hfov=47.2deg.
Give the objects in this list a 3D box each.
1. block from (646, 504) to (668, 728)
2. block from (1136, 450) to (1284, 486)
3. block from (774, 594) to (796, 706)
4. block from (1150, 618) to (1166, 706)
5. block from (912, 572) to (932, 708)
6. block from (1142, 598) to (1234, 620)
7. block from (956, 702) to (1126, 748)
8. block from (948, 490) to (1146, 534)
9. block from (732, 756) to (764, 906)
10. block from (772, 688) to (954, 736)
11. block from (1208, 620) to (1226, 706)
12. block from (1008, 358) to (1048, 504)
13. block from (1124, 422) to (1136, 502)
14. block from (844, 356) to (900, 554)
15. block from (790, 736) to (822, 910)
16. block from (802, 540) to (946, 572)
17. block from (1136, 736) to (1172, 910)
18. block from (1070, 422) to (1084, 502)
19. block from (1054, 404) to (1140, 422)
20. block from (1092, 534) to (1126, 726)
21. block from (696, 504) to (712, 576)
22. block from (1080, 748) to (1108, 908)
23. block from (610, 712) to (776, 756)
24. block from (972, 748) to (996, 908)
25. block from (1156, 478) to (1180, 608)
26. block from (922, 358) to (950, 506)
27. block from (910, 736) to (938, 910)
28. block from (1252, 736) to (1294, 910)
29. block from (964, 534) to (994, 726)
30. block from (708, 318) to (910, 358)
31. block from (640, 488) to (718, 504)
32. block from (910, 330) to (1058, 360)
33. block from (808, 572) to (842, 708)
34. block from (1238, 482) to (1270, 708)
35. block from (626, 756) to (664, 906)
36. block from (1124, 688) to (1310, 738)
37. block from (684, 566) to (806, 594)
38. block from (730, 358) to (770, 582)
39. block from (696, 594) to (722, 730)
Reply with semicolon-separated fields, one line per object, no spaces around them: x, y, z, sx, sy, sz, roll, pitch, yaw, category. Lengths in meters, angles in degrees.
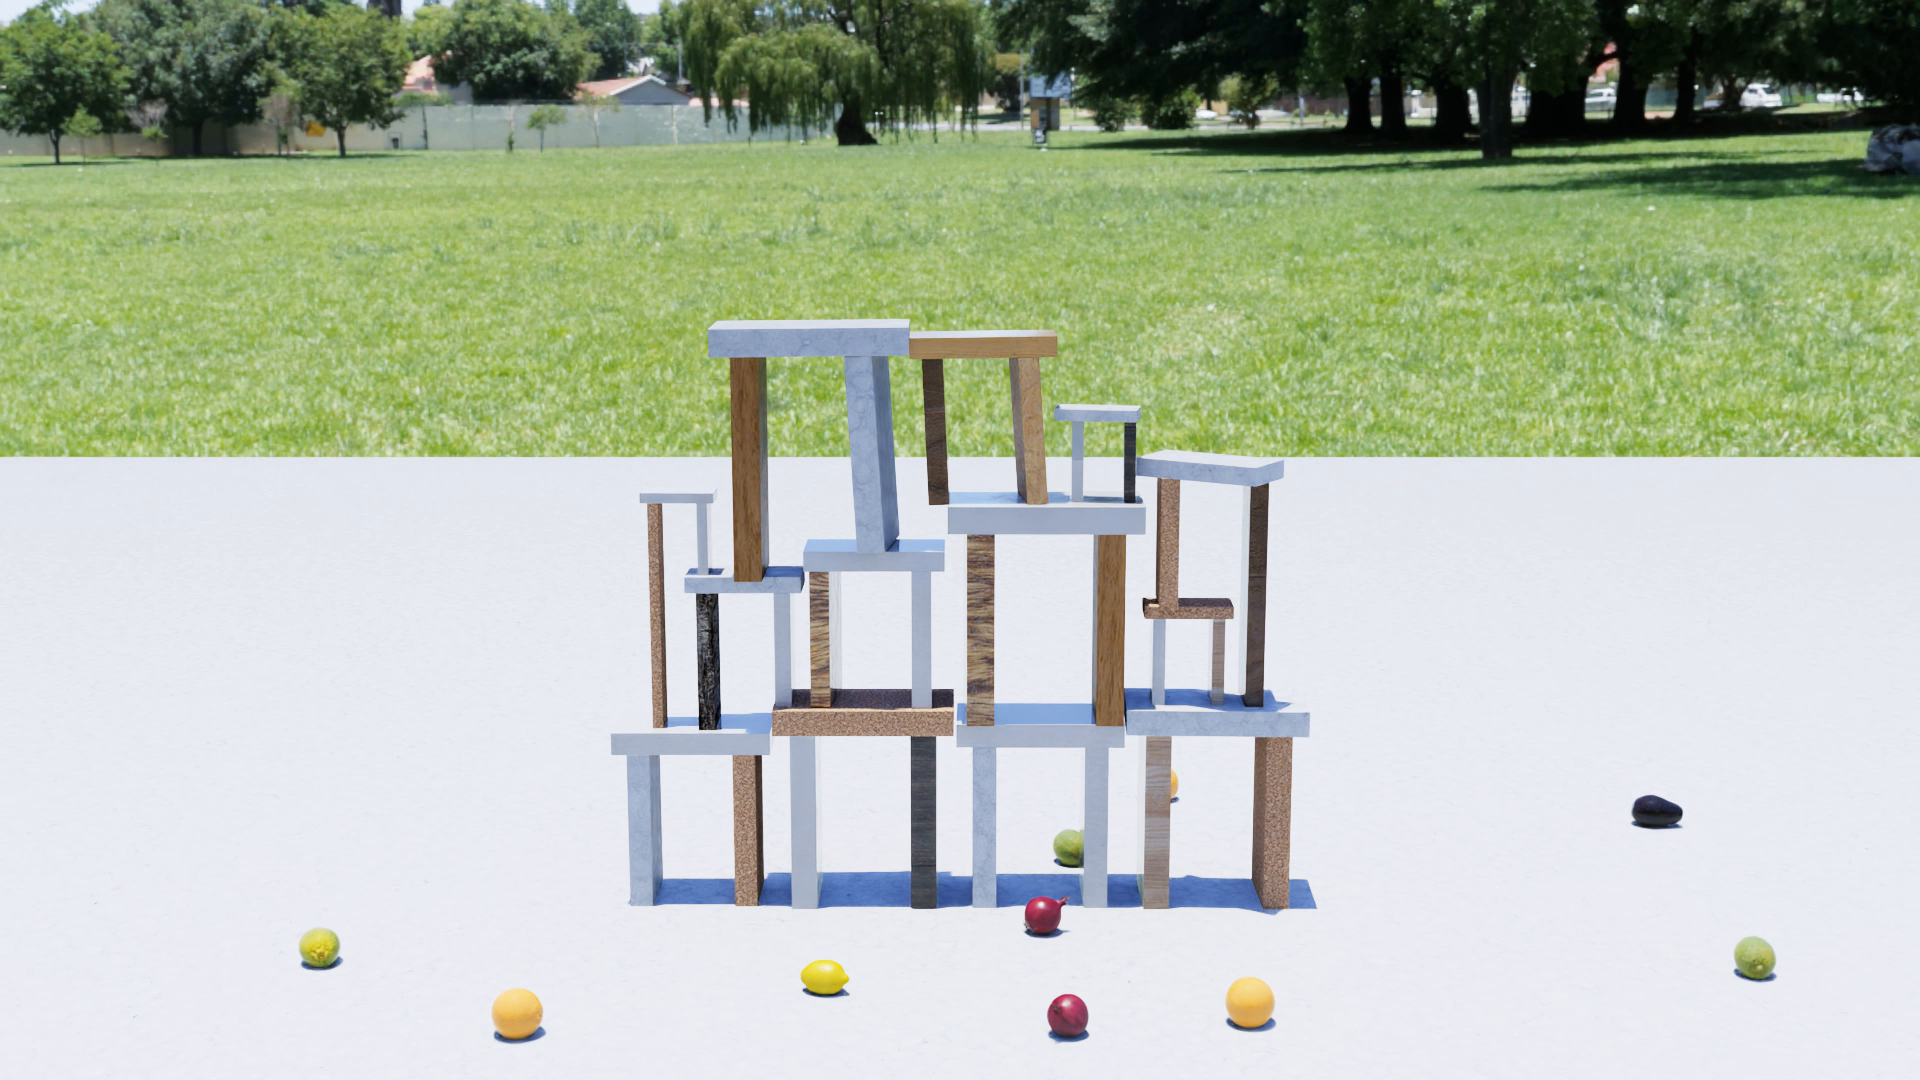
-0.492;0.119;3.578;0.017;0.372;0.059;0;11;0;block
0.398;-0.115;3.508;0.210;0.030;0.105;7;12;32;block
-0.286;0.169;3.593;0.027;0.187;0.094;0;11;0;block
0.323;0.191;3.590;0.020;0.143;0.072;0;11;2;block
-0.062;0.151;3.584;0.032;0.226;0.113;0;11;0;block
0.370;0.111;3.574;0.143;0.020;0.072;0;11;1;block
0.131;0.304;3.614;0.272;0.039;0.136;0;11;1;block
0.137;-0.045;3.550;0.313;0.044;0.157;0;11;0;block
-0.351;0.463;3.648;0.036;0.257;0.129;0;11;0;block
-0.156;0.282;3.610;0.293;0.041;0.146;0;11;0;block
0.418;0.192;3.587;0.020;0.143;0.072;0;11;1;block
0.109;-0.181;3.524;0.033;0.232;0.116;-5;11;-6;block
0.272;-0.130;3.529;0.019;0.131;0.066;0;11;3;block
-0.141;-0.147;3.535;0.044;0.312;0.156;-2;10;8;block
-0.254;0.447;3.640;0.041;0.292;0.146;0;11;0;block
-0.137;0.024;3.561;0.226;0.032;0.113;0;11;0;block
0.321;0.446;3.640;0.042;0.293;0.147;0;11;0;block
0.187;-0.131;3.531;0.019;0.131;0.066;0;11;0;block
0.220;-0.202;3.506;0.131;0.019;0.066;2;11;10;block
0.242;0.131;3.583;0.044;0.313;0.157;0;11;1;block
-0.413;-0.006;3.556;0.017;0.118;0.059;0;11;0;block
0.221;0.457;3.643;0.039;0.272;0.136;0;11;0;block
-0.436;0.319;3.621;0.257;0.036;0.129;0;11;0;block
0.040;0.457;3.642;0.039;0.272;0.136;0;11;0;block
0.336;-0.004;3.562;0.030;0.210;0.105;0;11;1;block
-0.038;-0.180;3.525;0.033;0.232;0.116;-2;10;1;block
-0.059;0.447;3.640;0.041;0.293;0.146;0;11;0;block
0.516;0.446;3.640;0.042;0.293;0.147;0;11;0;block
0.030;0.131;3.583;0.044;0.313;0.157;0;11;-2;block
-0.237;-0.322;3.498;0.312;0.044;0.156;-1;10;-1;block
-0.453;-0.072;3.543;0.118;0.017;0.059;0;11;1;block
0.036;-0.312;3.501;0.232;0.033;0.116;-1;11;-1;block
-0.219;0.151;3.587;0.032;0.226;0.113;1;11;7;block
0.477;0.077;3.574;0.030;0.373;0.105;0;11;1;block
-0.522;0.463;3.648;0.036;0.257;0.129;0;11;0;block
0.418;0.282;3.605;0.293;0.042;0.147;0;11;2;block
-0.349;0.064;3.574;0.187;0.027;0.094;0;11;0;block
-0.337;-0.123;3.534;0.044;0.356;0.156;0;11;0;block
-0.411;0.189;3.597;0.027;0.227;0.094;0;11;0;block
